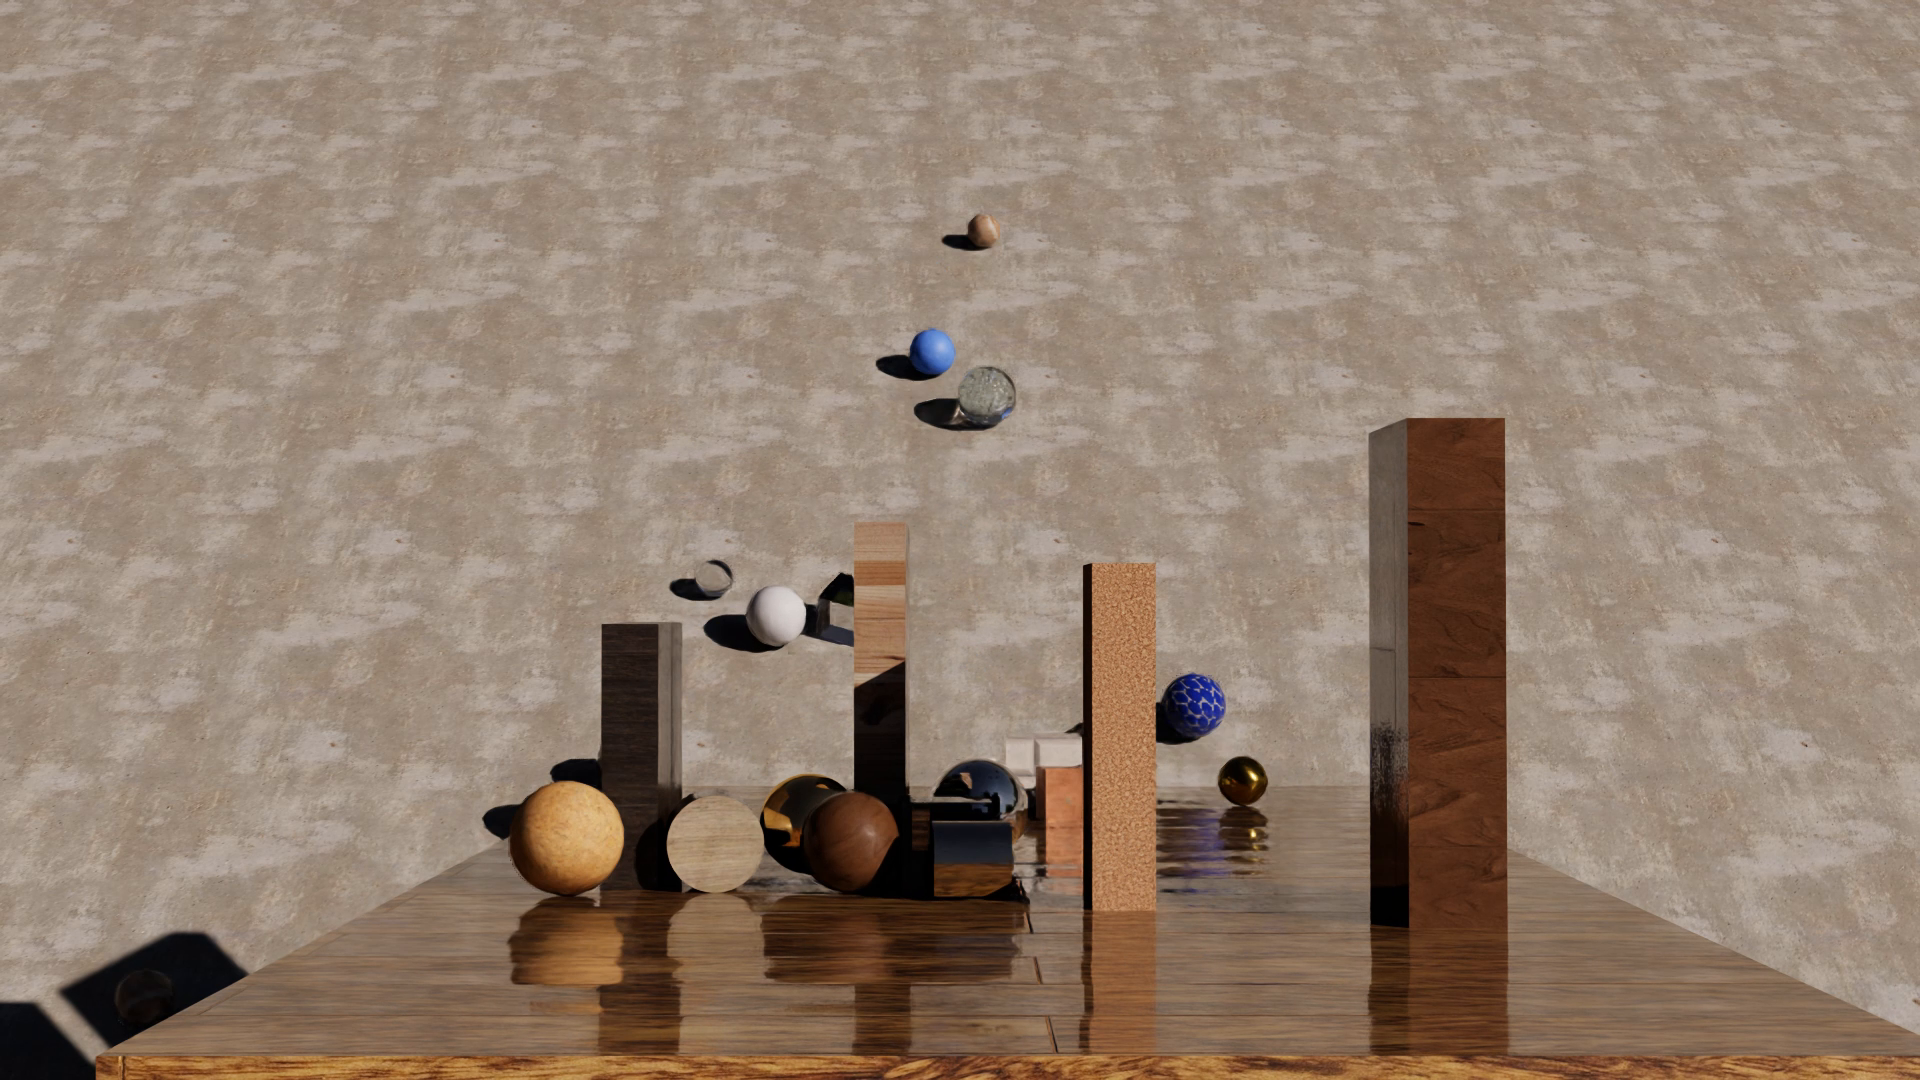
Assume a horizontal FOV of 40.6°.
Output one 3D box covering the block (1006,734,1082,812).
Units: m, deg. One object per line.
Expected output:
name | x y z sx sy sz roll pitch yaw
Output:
block | 0.193 0.539 6.020 0.172 0.172 0.172 0 -1 1

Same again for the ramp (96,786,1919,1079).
ramp | 0.074 0.647 4.776 2.000 0.100 4.000 0 -1 0

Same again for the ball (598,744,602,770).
ball | -0.880 0.571 6.841 0.147 0.147 0.147 0 34 0

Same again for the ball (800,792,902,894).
ball | -0.182 0.502 4.317 0.169 0.169 0.169 0 34 0

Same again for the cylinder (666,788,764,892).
cylinder | -0.417 0.508 4.399 0.162 0.162 0.162 -5 -1 -8

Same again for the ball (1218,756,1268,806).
ball | 0.668 0.569 6.133 0.116 0.116 0.116 0 34 0

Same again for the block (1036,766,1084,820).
block | 0.236 0.563 5.776 0.113 0.113 0.113 0 -1 -9

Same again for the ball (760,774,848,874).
ball | -0.259 0.488 4.468 0.173 0.173 0.173 0 34 0

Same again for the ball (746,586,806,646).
ball | -0.525 0.216 7.409 0.174 0.174 0.174 0 34 0

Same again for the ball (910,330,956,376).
ball | -0.093 -0.629 8.699 0.155 0.155 0.155 0 34 0

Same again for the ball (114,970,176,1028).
ball | -1.926 1.085 6.134 0.138 0.138 0.138 0 34 0

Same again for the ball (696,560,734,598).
ball | -0.721 0.113 7.620 0.113 0.113 0.113 0 34 0

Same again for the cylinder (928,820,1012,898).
cylinder | 0.017 0.521 4.239 0.127 0.127 0.127 0 33 -5

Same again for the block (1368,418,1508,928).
block | 0.740 0.201 4.043 0.146 0.759 0.364 0 -1 0

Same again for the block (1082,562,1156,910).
block | 0.258 0.312 4.230 0.100 0.545 0.306 0 -1 0

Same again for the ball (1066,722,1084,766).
ball | 0.332 0.543 6.478 0.185 0.185 0.185 0 34 0

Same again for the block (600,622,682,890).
block | -0.556 0.369 4.554 0.096 0.447 0.372 0 -1 0

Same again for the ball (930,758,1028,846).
ball | 0.034 0.504 4.872 0.190 0.190 0.190 0 34 0

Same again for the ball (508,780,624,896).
ball | -0.649 0.492 4.282 0.189 0.189 0.189 0 34 0

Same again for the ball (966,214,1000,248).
ball | 0.087 -1.131 9.484 0.123 0.123 0.123 0 34 0

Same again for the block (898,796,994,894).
block | -0.026 0.513 4.375 0.151 0.151 0.151 0 -1 -5

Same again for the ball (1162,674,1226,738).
ball | 0.635 0.450 7.055 0.175 0.175 0.175 0 34 0

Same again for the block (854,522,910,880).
block | -0.140 0.284 4.700 0.089 0.623 0.372 0 -1 0

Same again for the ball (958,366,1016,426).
ball | 0.087 -0.467 8.421 0.193 0.193 0.193 0 34 0

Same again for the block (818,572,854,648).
block | -0.312 0.204 7.458 0.140 0.140 0.140 15 36 21
